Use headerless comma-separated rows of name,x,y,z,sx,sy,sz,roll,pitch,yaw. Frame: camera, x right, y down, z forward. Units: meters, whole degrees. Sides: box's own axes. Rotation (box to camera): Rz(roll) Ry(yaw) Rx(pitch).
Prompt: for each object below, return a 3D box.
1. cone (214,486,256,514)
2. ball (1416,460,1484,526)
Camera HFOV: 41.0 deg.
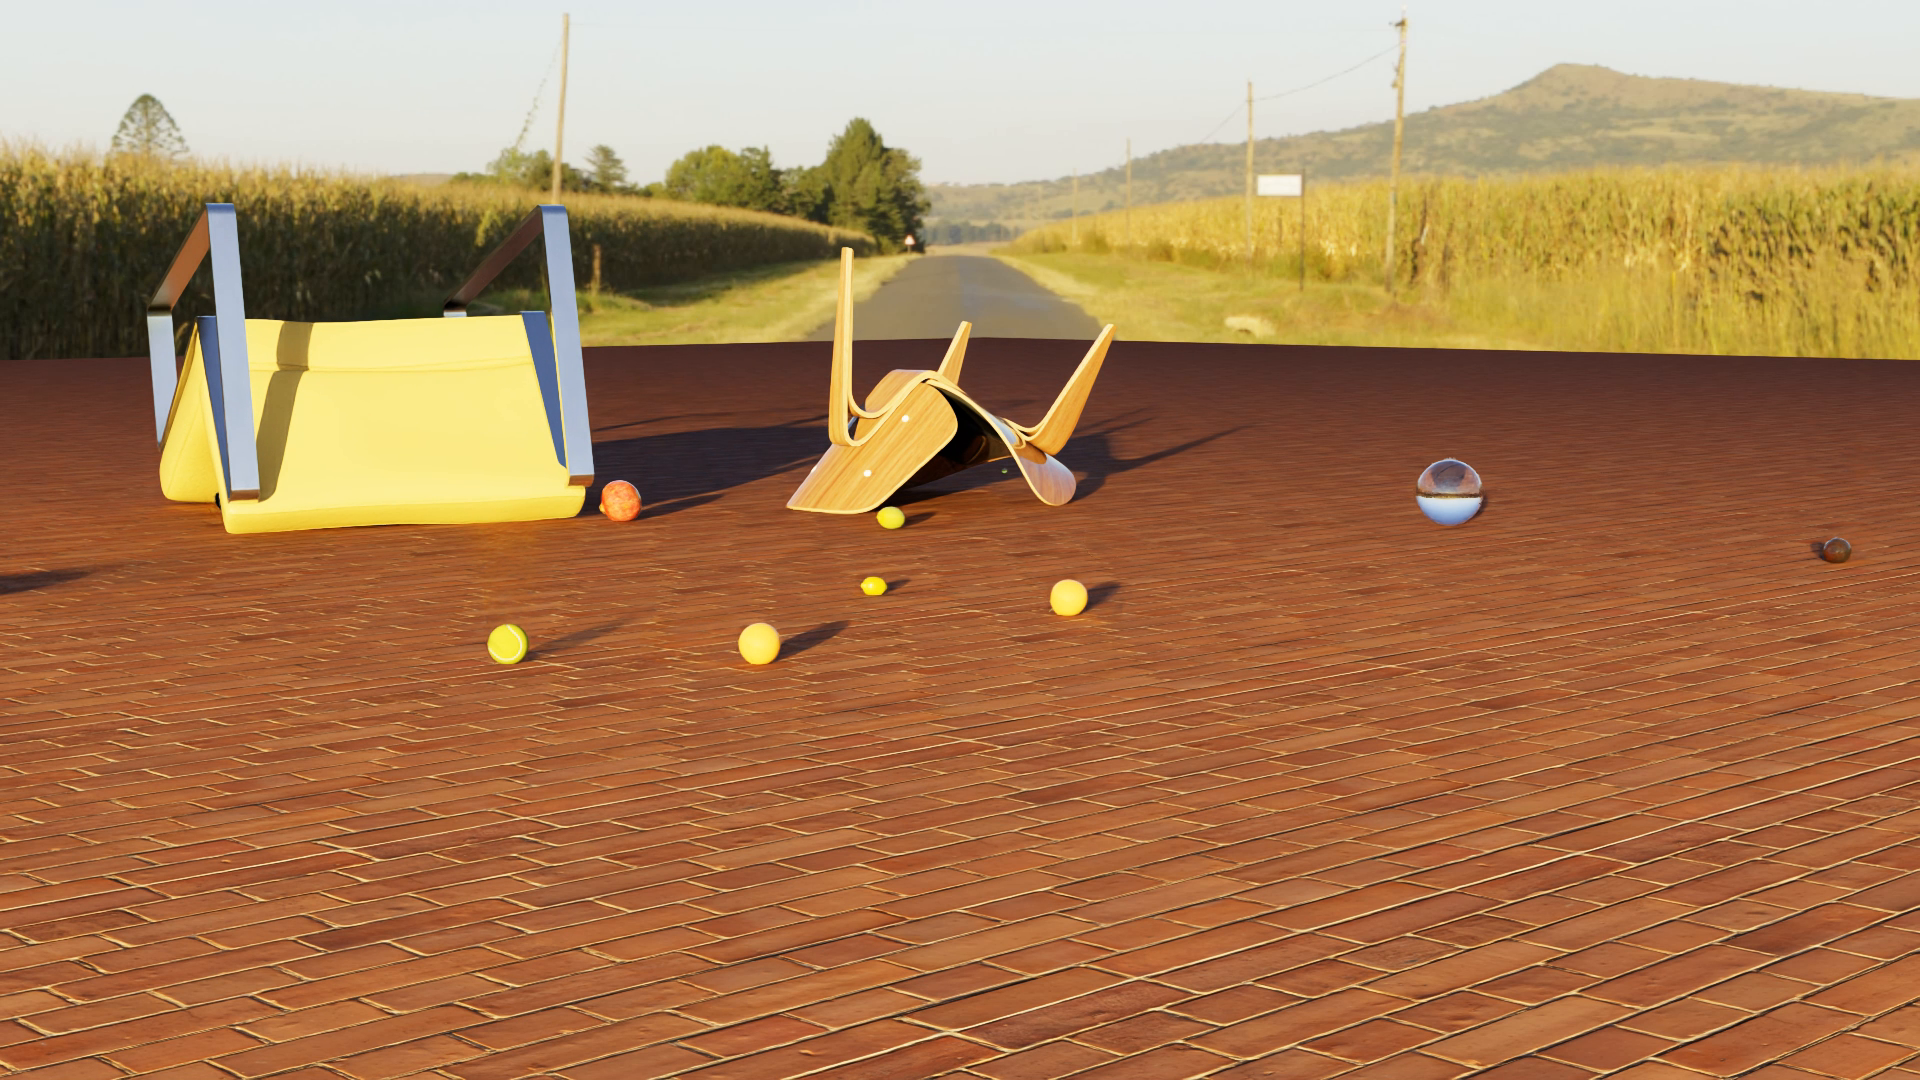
cone,-2.013,-0.094,7.138,0.114,0.083,0.091,10,-21,-10
ball,1.291,-0.125,6.770,0.175,0.175,0.175,0,6,0
